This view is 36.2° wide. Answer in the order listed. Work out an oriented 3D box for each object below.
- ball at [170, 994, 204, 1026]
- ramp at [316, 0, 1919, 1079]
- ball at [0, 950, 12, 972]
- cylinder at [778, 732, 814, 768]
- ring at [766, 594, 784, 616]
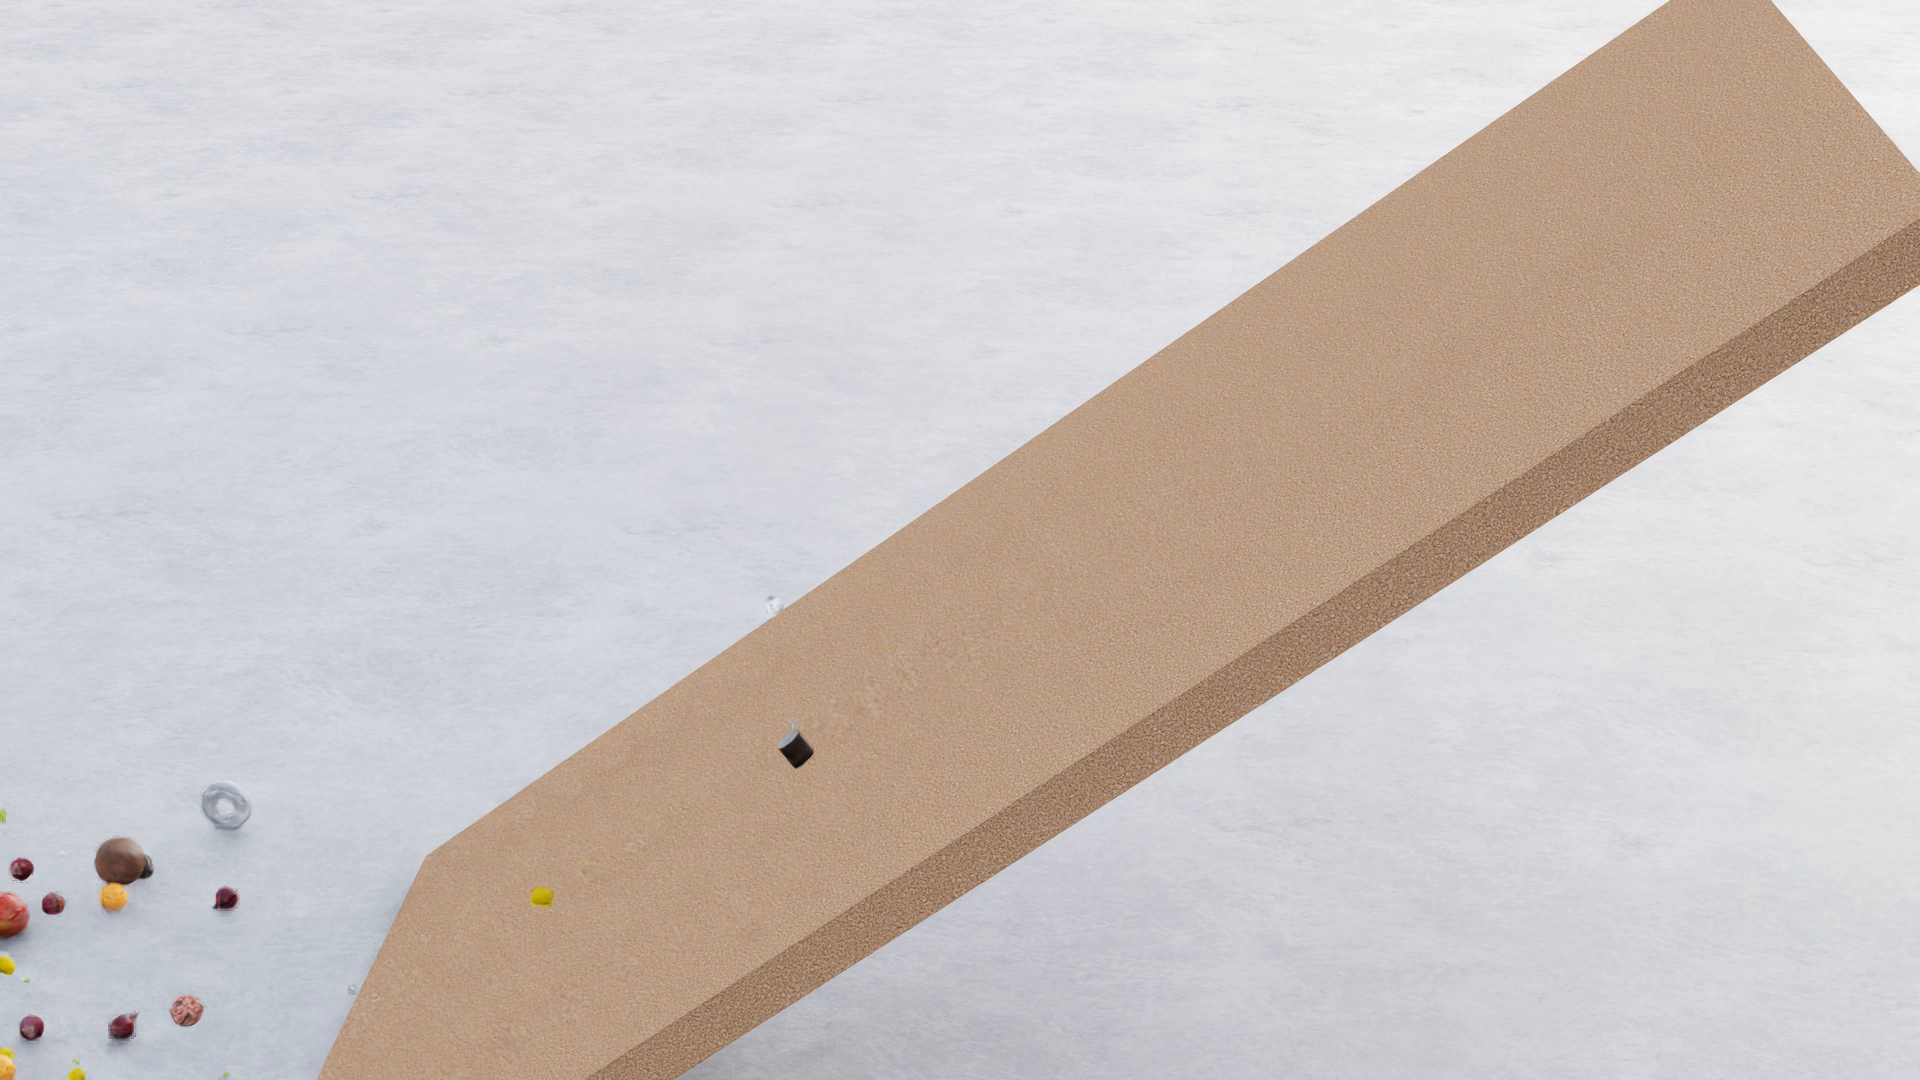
[{"bbox_3d":[-1.808,1.101,6.879,0.074,0.074,0.074,0,23,0],"label":"ball"},{"bbox_3d":[0.128,0.179,6.323,4.000,0.100,2.000,-34,16,17],"label":"ramp"},{"bbox_3d":[-2.413,1.061,7.402,0.053,0.053,0.053,0,23,0],"label":"ball"},{"bbox_3d":[-0.356,0.453,6.361,0.057,0.057,0.057,-36,16,12],"label":"cylinder"},{"bbox_3d":[-0.589,0.213,9.385,0.027,0.080,0.080,-14,26,-36],"label":"ring"}]
